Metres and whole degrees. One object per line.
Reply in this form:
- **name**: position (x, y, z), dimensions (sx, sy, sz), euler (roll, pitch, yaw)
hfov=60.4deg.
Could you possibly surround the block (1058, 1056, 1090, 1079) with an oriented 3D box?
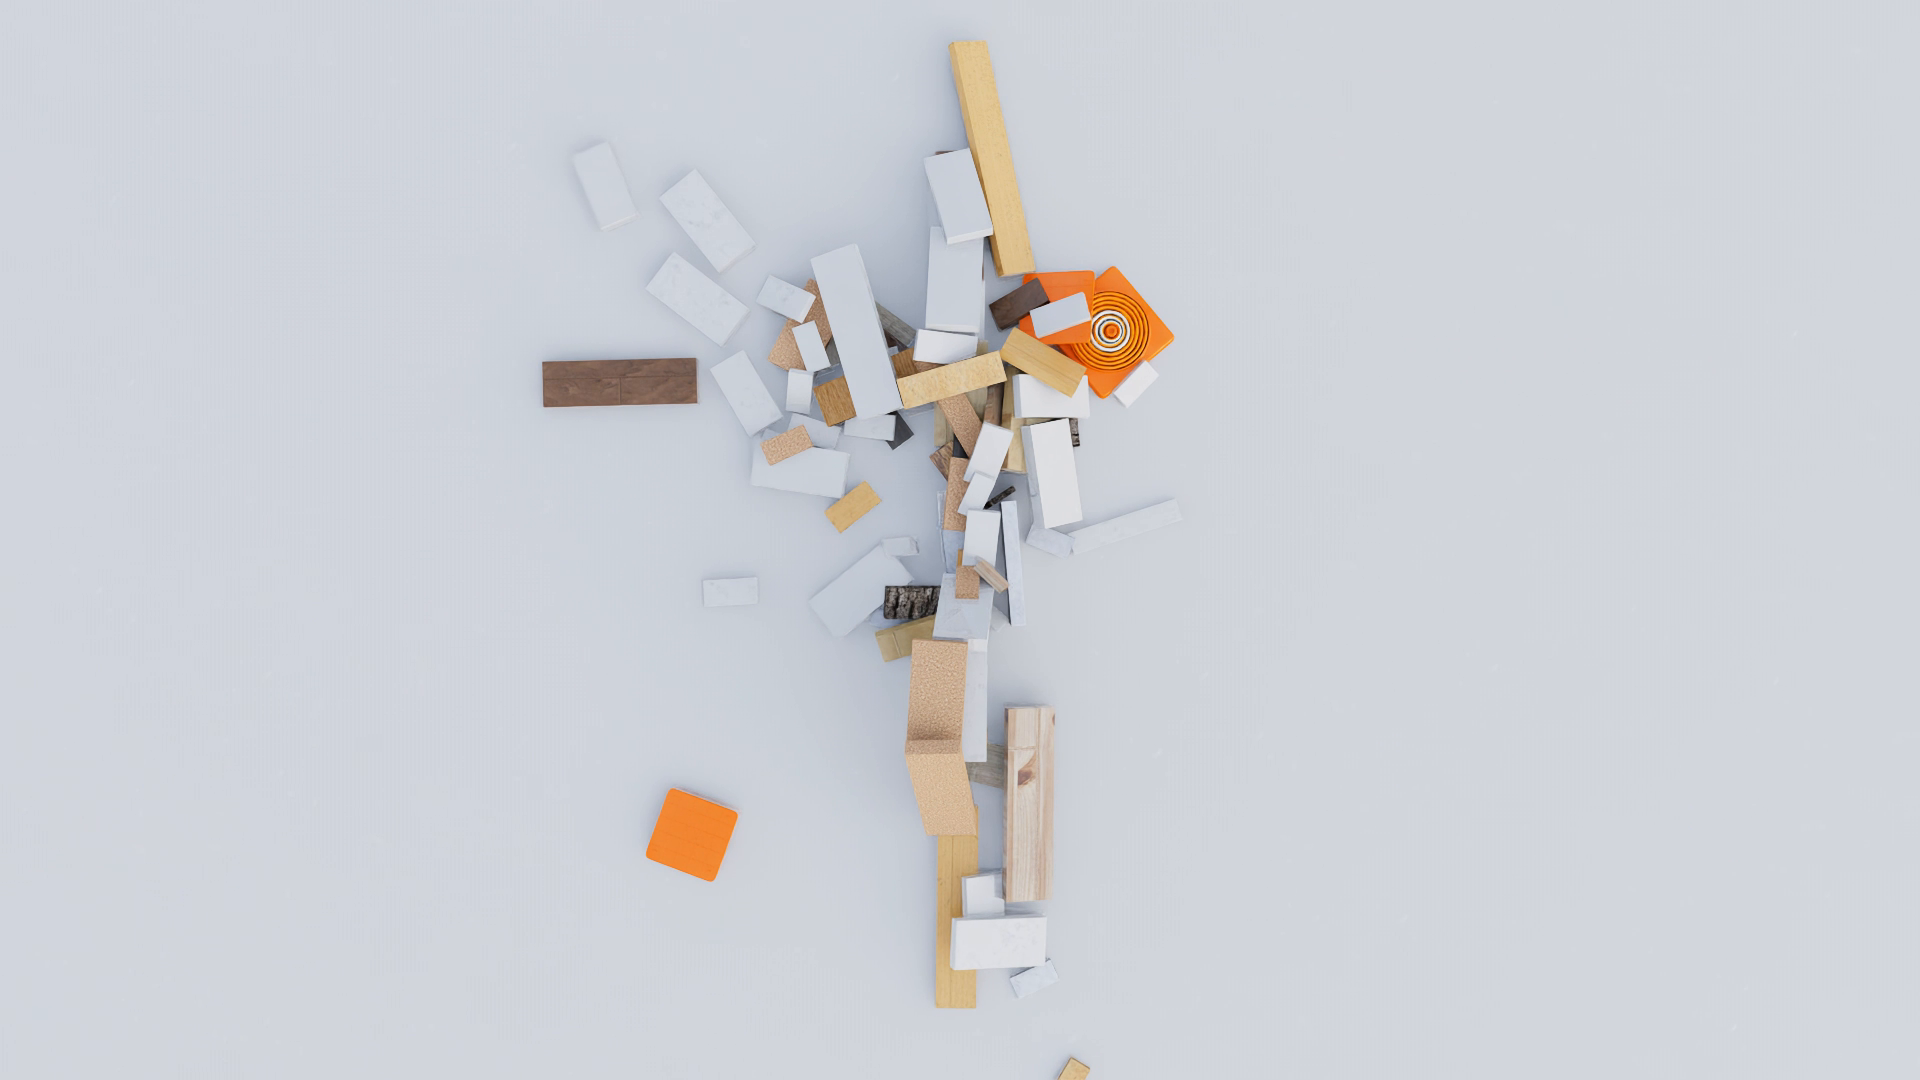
- **block**: position (0.364, 1.806, 5.489), dimensions (0.075, 0.021, 0.149), euler (31, 90, 0)

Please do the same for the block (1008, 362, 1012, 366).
- **block**: position (0.205, -0.505, 5.452), dimensions (0.100, 0.028, 0.201), euler (4, 87, -42)

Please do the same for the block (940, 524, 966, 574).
- **block**: position (0.010, 0.054, 5.442), dimensions (0.118, 0.033, 0.236), euler (-9, 107, -4)

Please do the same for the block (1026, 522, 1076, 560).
- **block**: position (0.300, 0.002, 5.477), dimensions (0.149, 0.021, 0.075), euler (22, 96, 6)

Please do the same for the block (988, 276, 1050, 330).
- **block**: position (0.197, -0.781, 5.452), dimensions (0.186, 0.026, 0.093), euler (-29, 71, 13)

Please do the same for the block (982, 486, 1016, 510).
- **block**: position (0.119, -0.133, 5.464), dimensions (0.143, 0.072, 0.020), euler (-33, 90, 0)

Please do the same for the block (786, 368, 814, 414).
- **block**: position (-0.529, -0.490, 5.441), dimensions (0.078, 0.022, 0.157), euler (10, 130, 0)

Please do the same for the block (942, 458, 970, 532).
- **block**: position (0.015, -0.146, 5.374), dimensions (0.118, 0.033, 0.236), euler (6, 89, -7)

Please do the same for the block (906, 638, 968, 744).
- **block**: position (-0.070, 0.476, 5.066), dimensions (0.167, 0.047, 0.335), euler (4, 94, 4)

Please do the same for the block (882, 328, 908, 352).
- **block**: position (-0.222, -0.606, 5.456), dimensions (0.214, 0.030, 0.107), euler (38, 104, -1)

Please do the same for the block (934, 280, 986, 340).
- **block**: position (-0.007, -0.679, 5.430), dimensions (0.173, 0.049, 0.346), euler (1, 105, -1)

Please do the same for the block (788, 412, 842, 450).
- **block**: position (-0.487, -0.359, 5.488), dimensions (0.166, 0.024, 0.083), euler (18, 90, 0)

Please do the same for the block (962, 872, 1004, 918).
- **block**: position (0.079, 1.241, 5.451), dimensions (0.134, 0.038, 0.268), euler (-3, 92, -25)

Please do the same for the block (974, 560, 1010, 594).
- **block**: position (0.102, 0.118, 5.311), dimensions (0.120, 0.060, 0.017), euler (43, 121, 8)

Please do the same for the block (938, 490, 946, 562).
- **block**: position (-0.007, -0.048, 5.445), dimensions (0.118, 0.033, 0.236), euler (-6, 107, -5)

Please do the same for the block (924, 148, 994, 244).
- **block**: position (-0.005, -1.122, 5.380), dimensions (0.153, 0.043, 0.307), euler (-14, 71, -5)

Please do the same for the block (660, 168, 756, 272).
- **block**: position (-0.839, -1.059, 5.478), dimensions (0.156, 0.044, 0.311), euler (-39, 90, 0)

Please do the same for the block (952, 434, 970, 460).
- **block**: position (0.022, -0.270, 5.413), dimensions (0.092, 0.026, 0.184), euler (4, 87, -11)

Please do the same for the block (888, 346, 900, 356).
- **block**: position (-0.222, -0.543, 5.441), dimensions (0.089, 0.025, 0.178), euler (-15, 99, 11)

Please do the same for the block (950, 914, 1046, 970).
- **block**: position (0.127, 1.321, 5.421), dimensions (0.320, 0.045, 0.160), euler (3, 90, -21)

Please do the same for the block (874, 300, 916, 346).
- **block**: position (-0.259, -0.711, 5.485), dimensions (0.214, 0.030, 0.107), euler (36, 90, 0)

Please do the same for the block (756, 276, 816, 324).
- **block**: position (-0.574, -0.794, 5.435), dimensions (0.199, 0.028, 0.099), euler (28, 90, 32)

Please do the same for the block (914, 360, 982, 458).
- **block**: position (-0.018, -0.440, 5.372), dimensions (0.089, 0.025, 0.362), euler (-33, 98, -16)

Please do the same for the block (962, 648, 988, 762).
- **block**: position (-0.004, 0.510, 5.126), dimensions (0.175, 0.049, 0.349), euler (0, 90, 0)

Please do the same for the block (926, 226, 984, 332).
- **block**: position (-0.017, -0.844, 5.338), dimensions (0.173, 0.049, 0.346), euler (3, 72, 0)

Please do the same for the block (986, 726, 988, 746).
- **block**: position (-0.001, 0.619, 5.325), dimensions (0.175, 0.349, 0.049), euler (0, 90, 0)

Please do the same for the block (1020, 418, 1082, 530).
- **block**: position (0.302, -0.218, 5.411), dimensions (0.170, 0.048, 0.339), euler (-13, 98, -38)

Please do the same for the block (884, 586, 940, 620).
- **block**: position (-0.143, 0.206, 5.447), dimensions (0.212, 0.030, 0.106), euler (0, 106, -14)

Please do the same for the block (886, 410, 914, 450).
- **block**: position (-0.240, -0.396, 5.487), dimensions (0.089, 0.025, 0.178), euler (-36, 90, 0)

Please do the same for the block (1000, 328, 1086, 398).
- **block**: position (0.269, -0.579, 5.370), dimensions (0.275, 0.137, 0.039), euler (29, 131, -2)

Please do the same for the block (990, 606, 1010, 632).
- **block**: position (0.104, 0.249, 5.492), dimensions (0.113, 0.016, 0.056), euler (41, 90, 0)

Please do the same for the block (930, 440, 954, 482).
- **block**: position (-0.011, -0.230, 5.457), dimensions (0.092, 0.026, 0.184), euler (-35, 103, 7)

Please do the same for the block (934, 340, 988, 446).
- **block**: position (0.003, -0.483, 5.431), dimensions (0.173, 0.049, 0.346), euler (1, 105, 0)

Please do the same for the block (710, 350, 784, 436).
- **block**: position (-0.709, -0.487, 5.482), dimensions (0.129, 0.036, 0.257), euler (-30, 90, 0)

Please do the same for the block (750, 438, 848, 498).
- **block**: position (-0.531, -0.236, 5.455), dimensions (0.303, 0.043, 0.152), euler (9, 90, 0)

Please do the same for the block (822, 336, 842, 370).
- **block**: position (-0.449, -0.684, 5.485), dimensions (0.107, 0.030, 0.214), euler (-23, 90, 0)

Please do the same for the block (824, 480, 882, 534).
- **block**: position (-0.356, -0.110, 5.488), dimensions (0.176, 0.025, 0.088), euler (-38, 90, 0)

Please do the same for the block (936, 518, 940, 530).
- **block**: position (-0.009, -0.114, 5.460), dimensions (0.092, 0.026, 0.185), euler (15, 104, -6)

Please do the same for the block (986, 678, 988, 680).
- **block**: position (-0.002, 0.411, 5.325), dimensions (0.175, 0.349, 0.049), euler (0, 90, 0)
